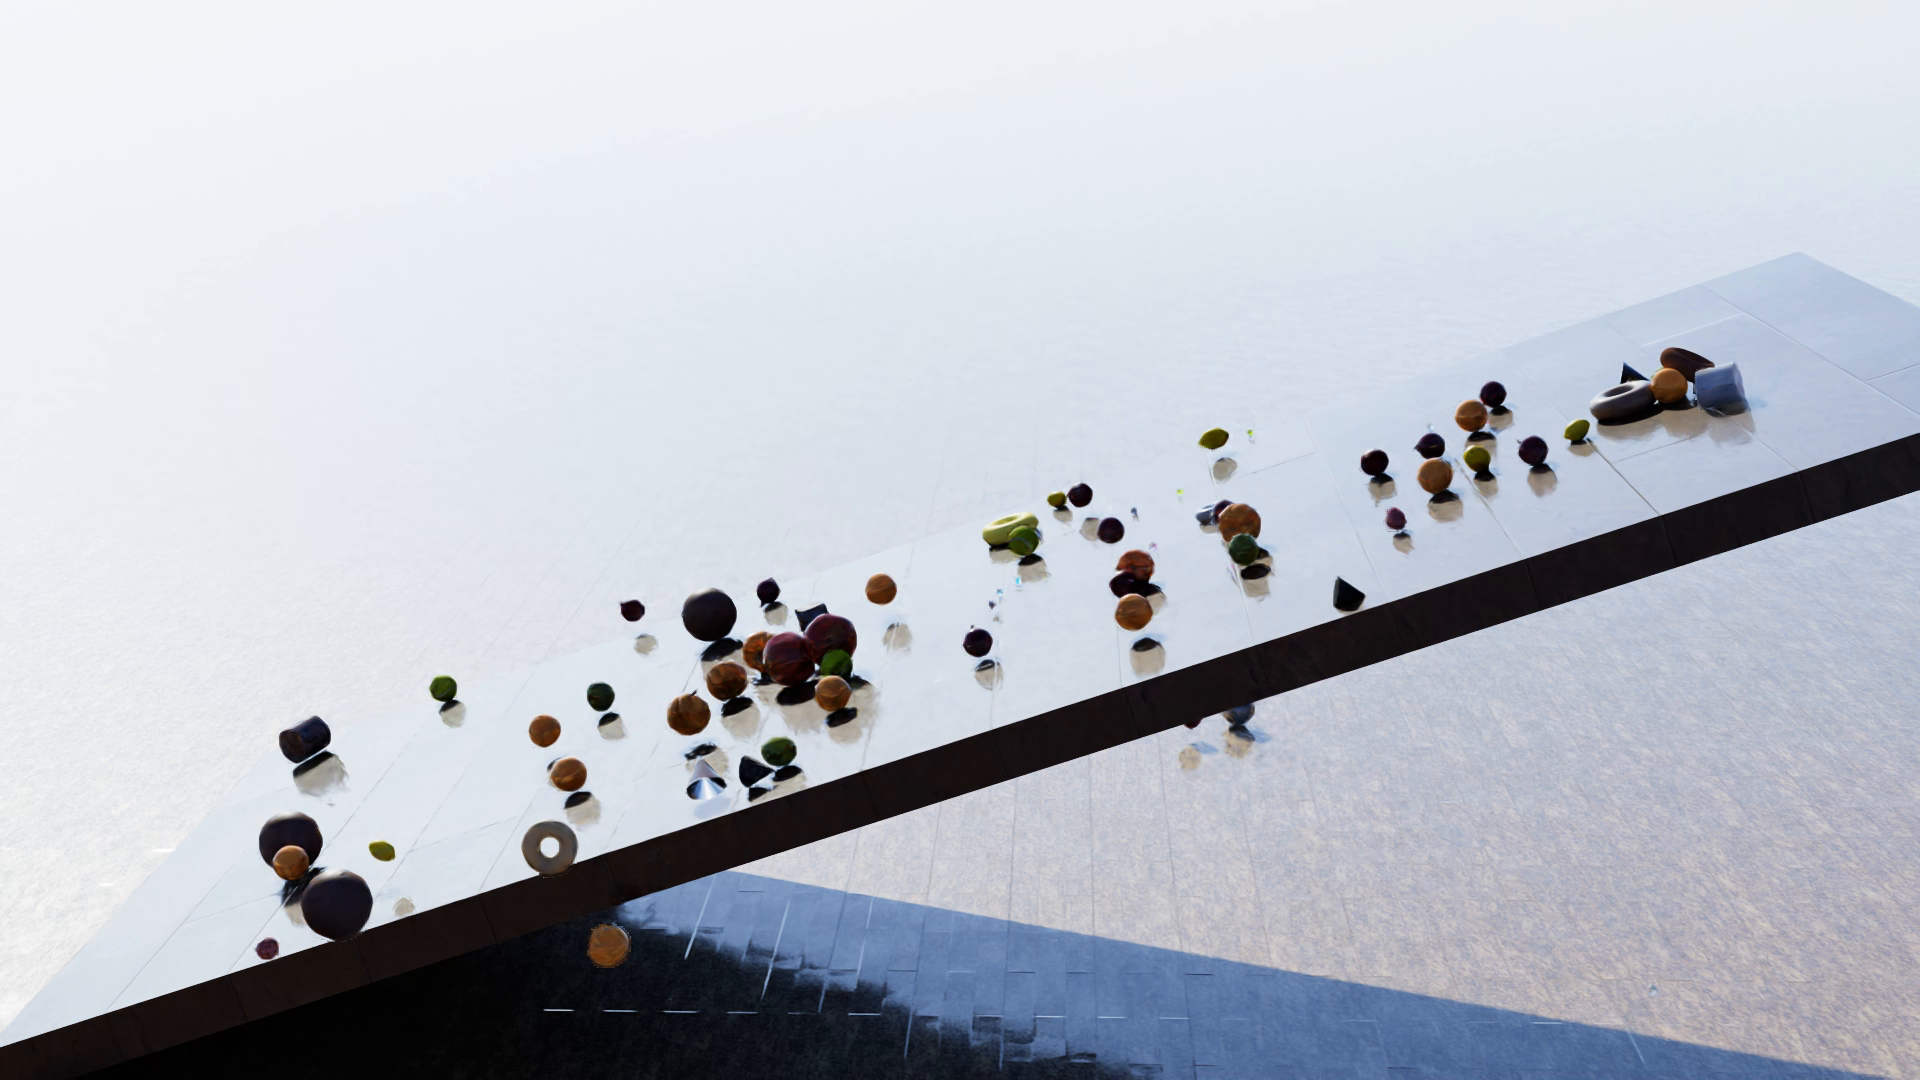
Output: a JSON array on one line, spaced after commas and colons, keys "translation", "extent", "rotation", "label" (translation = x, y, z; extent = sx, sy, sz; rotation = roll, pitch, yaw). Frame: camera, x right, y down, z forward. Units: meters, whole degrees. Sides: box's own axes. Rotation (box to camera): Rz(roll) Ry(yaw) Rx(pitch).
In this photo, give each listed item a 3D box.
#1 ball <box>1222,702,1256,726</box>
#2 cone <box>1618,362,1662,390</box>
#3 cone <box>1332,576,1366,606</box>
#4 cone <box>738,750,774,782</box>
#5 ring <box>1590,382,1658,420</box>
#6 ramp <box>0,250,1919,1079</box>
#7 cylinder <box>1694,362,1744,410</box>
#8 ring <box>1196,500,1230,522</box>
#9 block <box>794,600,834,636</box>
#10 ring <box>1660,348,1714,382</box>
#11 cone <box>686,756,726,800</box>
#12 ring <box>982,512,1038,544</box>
[{"translation": [0.763, 0.462, 8.077], "extent": [0.094, 0.094, 0.094], "rotation": [0, 12, 0], "label": "ball"}, {"translation": [1.424, -0.322, 6.144], "extent": [0.090, 0.090, 0.090], "rotation": [11, 14, 11], "label": "cone"}, {"translation": [0.710, 0.097, 5.339], "extent": [0.057, 0.057, 0.057], "rotation": [8, 12, -2], "label": "cone"}, {"translation": [-0.370, 0.430, 5.483], "extent": [0.061, 0.061, 0.061], "rotation": [13, 17, 26], "label": "cone"}, {"translation": [1.365, -0.287, 6.051], "extent": [0.144, 0.048, 0.144], "rotation": [-20, 10, 4], "label": "ring"}, {"translation": [0.107, 0.180, 6.305], "extent": [4.000, 0.100, 2.000], "rotation": [-18, 11, 6], "label": "ramp"}, {"translation": [1.503, -0.306, 5.823], "extent": [0.078, 0.078, 0.078], "rotation": [-14, 5, 26], "label": "cylinder"}, {"translation": [0.551, -0.062, 6.400], "extent": [0.081, 0.027, 0.081], "rotation": [-20, 10, 3], "label": "ring"}, {"translation": [-0.331, 0.177, 6.656], "extent": [0.059, 0.059, 0.059], "rotation": [-23, 11, -17], "label": "block"}, {"translation": [1.500, -0.357, 6.045], "extent": [0.128, 0.043, 0.128], "rotation": [19, 19, -7], "label": "ring"}, {"translation": [-0.483, 0.434, 5.510], "extent": [0.077, 0.077, 0.077], "rotation": [-4, 53, -18], "label": "cone"}, {"translation": [0.118, -0.027, 6.925], "extent": [0.137, 0.046, 0.137], "rotation": [-17, 11, 3], "label": "ring"}]
